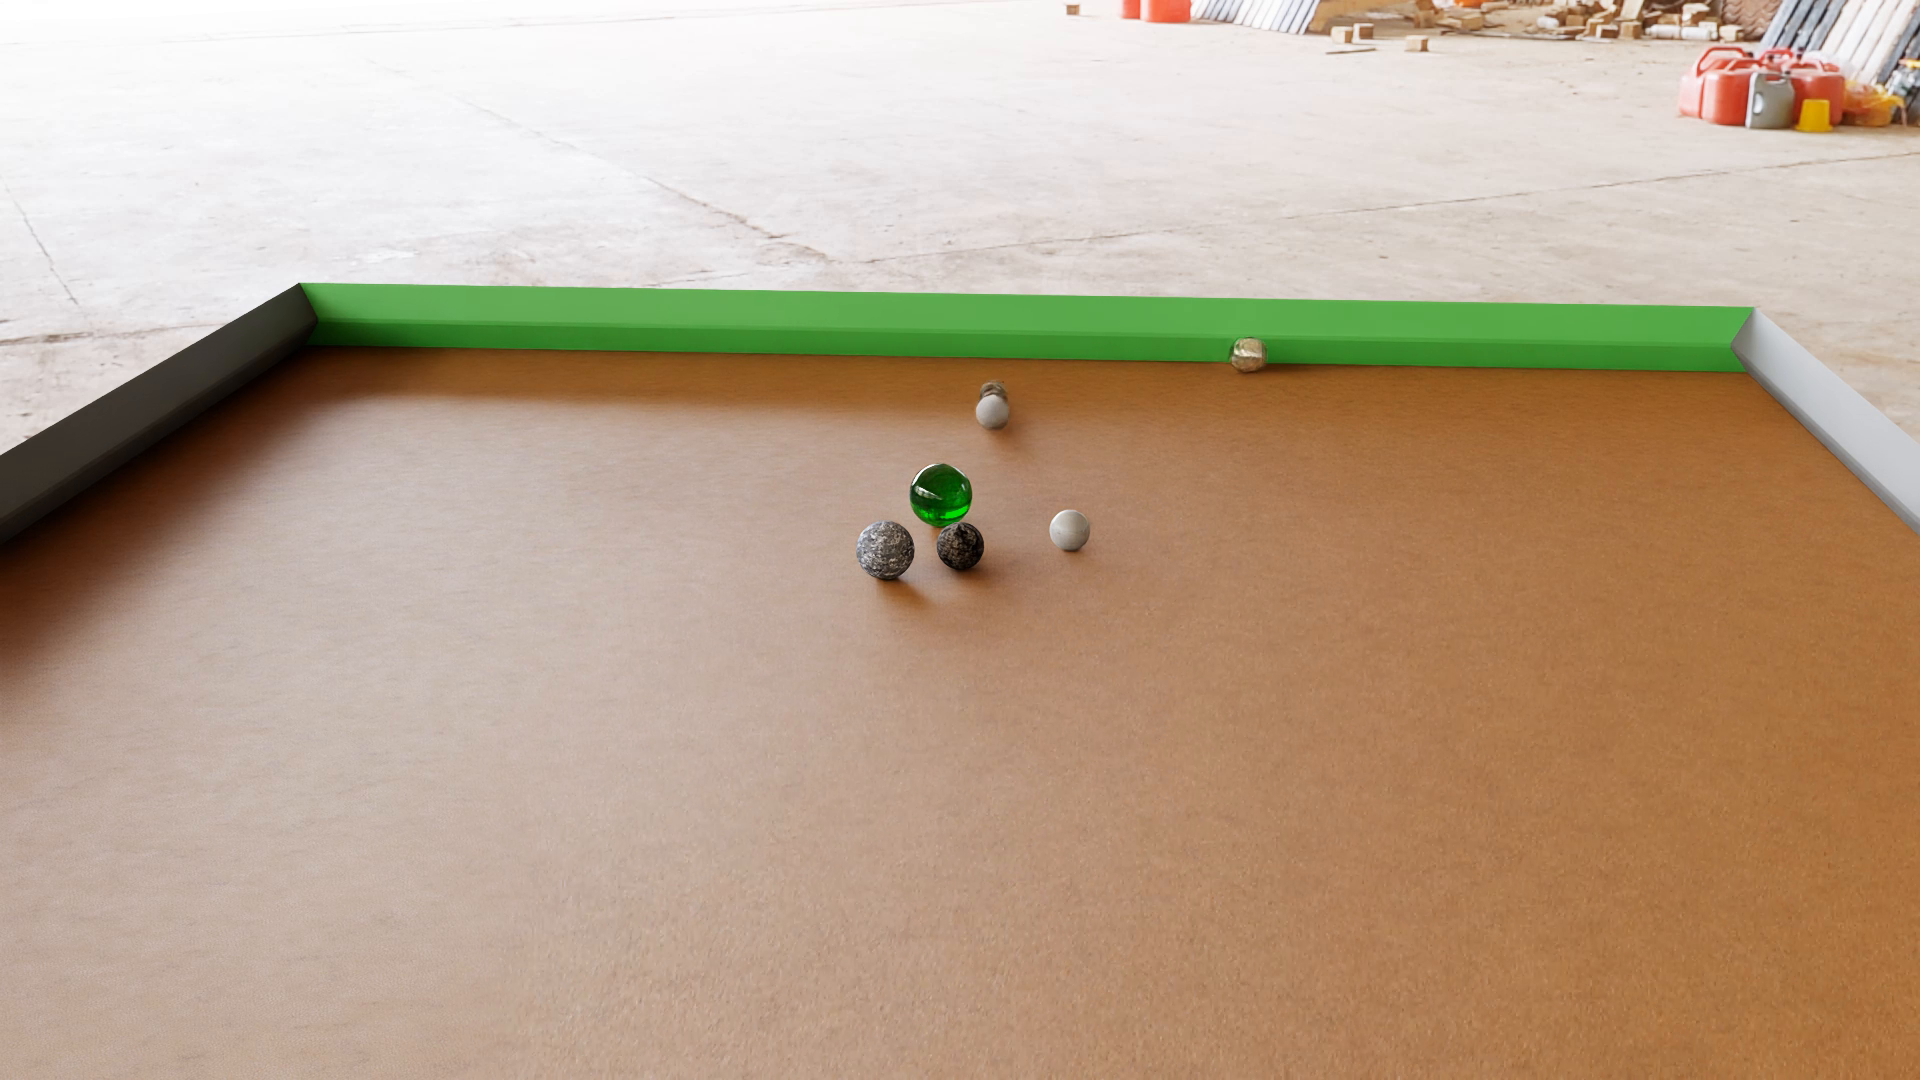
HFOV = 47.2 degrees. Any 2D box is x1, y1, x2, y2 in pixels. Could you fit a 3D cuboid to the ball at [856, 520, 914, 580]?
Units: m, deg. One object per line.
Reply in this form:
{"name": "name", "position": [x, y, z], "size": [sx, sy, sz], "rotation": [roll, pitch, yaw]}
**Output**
{"name": "ball", "position": [-0.090, 0.012, 2.661], "size": [0.071, 0.071, 0.071], "rotation": [0, 19, 0]}

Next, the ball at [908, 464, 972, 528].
{"name": "ball", "position": [-0.025, -0.058, 2.850], "size": [0.083, 0.083, 0.083], "rotation": [0, 19, 0]}

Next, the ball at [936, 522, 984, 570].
{"name": "ball", "position": [0.001, 0.007, 2.695], "size": [0.059, 0.059, 0.059], "rotation": [0, 19, 0]}

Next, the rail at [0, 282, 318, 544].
{"name": "rail", "position": [-1.277, 0.283, 1.801], "size": [0.045, 0.108, 4.212], "rotation": [1, 19, 4]}

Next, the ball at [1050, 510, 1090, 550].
{"name": "ball", "position": [0.138, -0.012, 2.763], "size": [0.052, 0.052, 0.052], "rotation": [0, 19, 0]}

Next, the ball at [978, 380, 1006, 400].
{"name": "ball", "position": [0.051, -0.224, 3.403], "size": [0.043, 0.043, 0.043], "rotation": [0, 19, 0]}

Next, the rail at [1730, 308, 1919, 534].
{"name": "rail", "position": [1.112, 0.343, 1.623], "size": [0.045, 0.108, 4.212], "rotation": [1, 19, 4]}

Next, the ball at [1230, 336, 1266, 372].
{"name": "ball", "position": [0.473, -0.305, 3.616], "size": [0.059, 0.059, 0.059], "rotation": [0, 19, 0]}

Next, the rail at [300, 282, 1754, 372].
{"name": "rail", "position": [0.081, -0.353, 3.678], "size": [2.443, 0.108, 0.045], "rotation": [1, 19, 4]}

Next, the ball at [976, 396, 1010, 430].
{"name": "ball", "position": [0.049, -0.191, 3.294], "size": [0.051, 0.051, 0.051], "rotation": [0, 19, 0]}
